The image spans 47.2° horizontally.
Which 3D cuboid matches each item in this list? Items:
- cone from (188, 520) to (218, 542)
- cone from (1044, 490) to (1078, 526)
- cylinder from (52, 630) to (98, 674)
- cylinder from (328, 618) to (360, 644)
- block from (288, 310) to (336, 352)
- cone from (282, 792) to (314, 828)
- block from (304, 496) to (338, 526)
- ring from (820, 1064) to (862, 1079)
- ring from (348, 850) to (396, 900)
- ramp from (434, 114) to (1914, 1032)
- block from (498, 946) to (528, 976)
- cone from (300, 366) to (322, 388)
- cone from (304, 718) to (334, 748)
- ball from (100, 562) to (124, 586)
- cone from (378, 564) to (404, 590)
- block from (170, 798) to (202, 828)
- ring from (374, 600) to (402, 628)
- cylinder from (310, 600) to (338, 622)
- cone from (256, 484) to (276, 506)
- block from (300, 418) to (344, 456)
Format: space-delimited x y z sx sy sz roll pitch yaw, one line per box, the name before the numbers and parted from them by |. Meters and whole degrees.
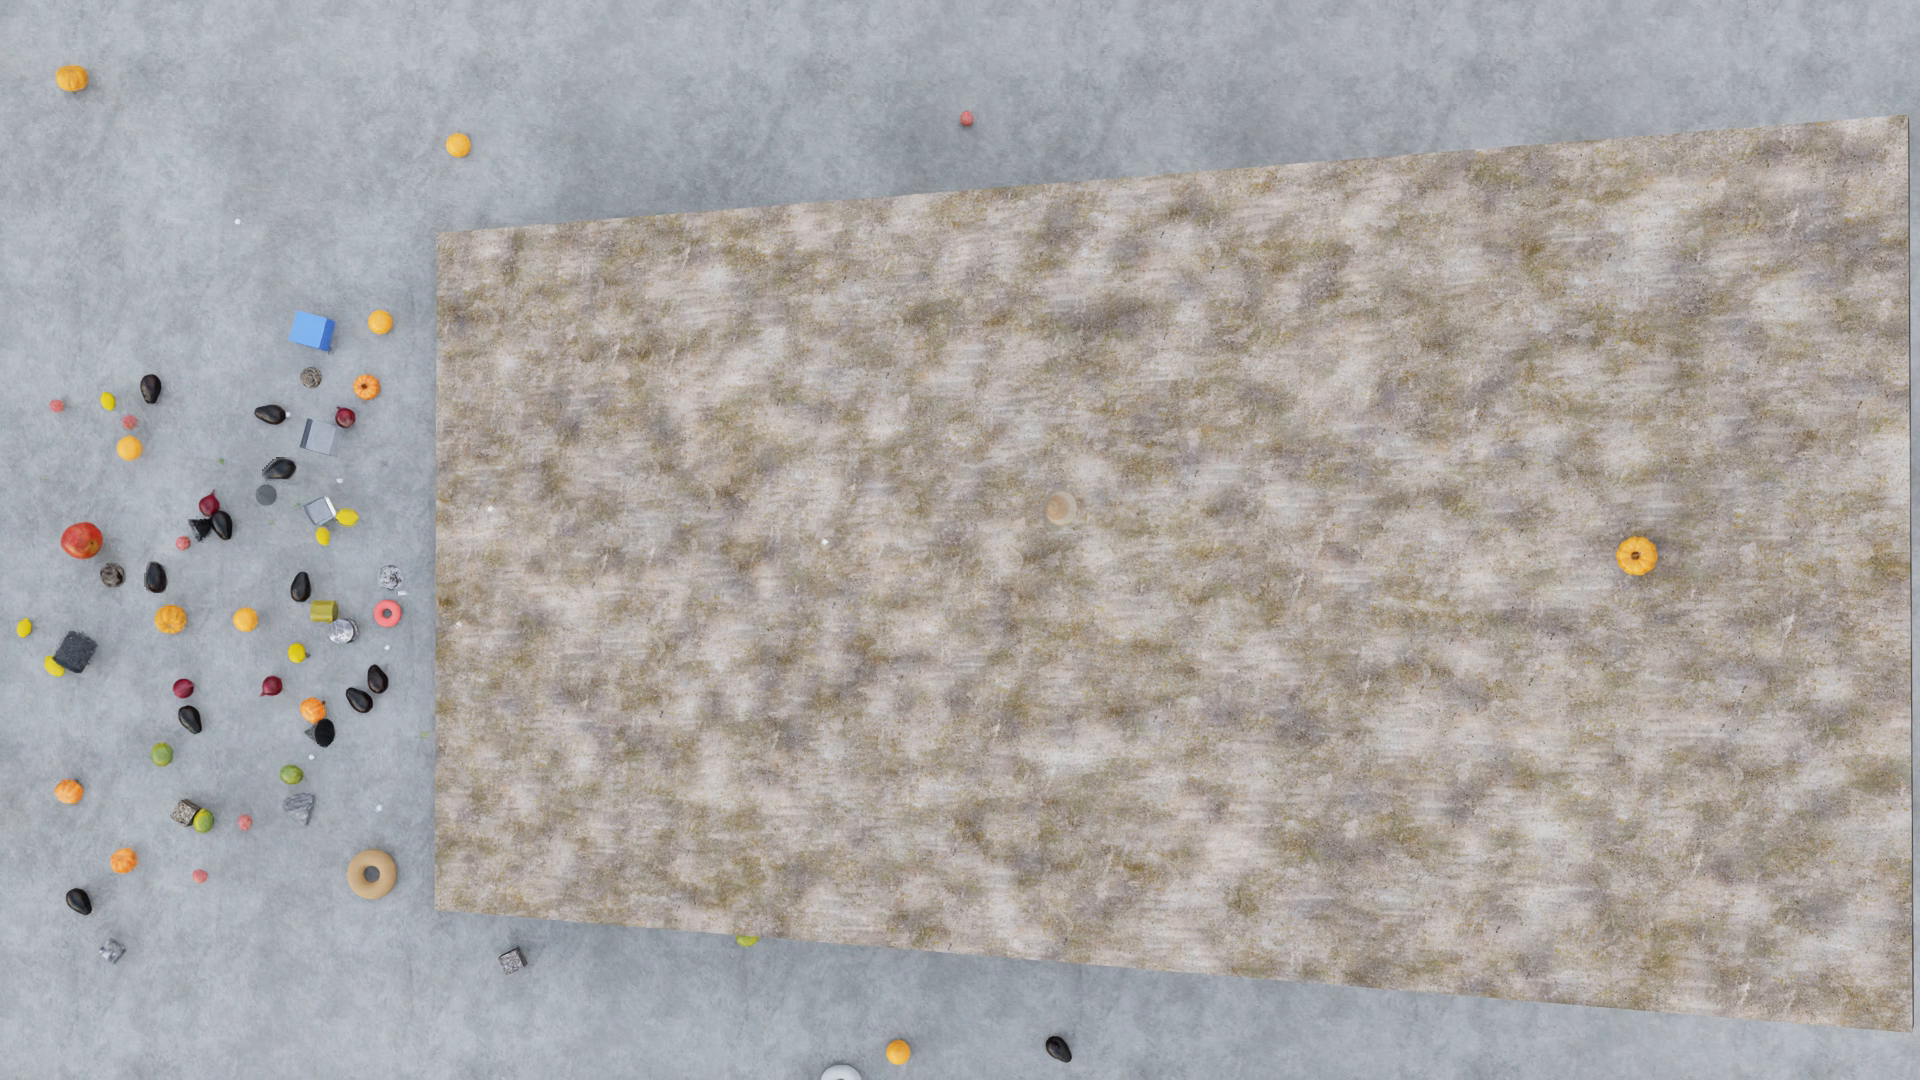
cone | -2.251 -0.043 6.570 0.076 0.076 0.076 -29 89 -27
cone | 0.241 -0.083 5.602 0.092 0.092 0.092 0 89 25
cylinder | -2.629 0.333 6.537 0.092 0.092 0.092 31 89 0
cylinder | -1.833 0.271 6.547 0.073 0.073 0.073 0 89 0
block | -1.928 -0.623 6.548 0.092 0.092 0.092 15 89 0
cone | -1.962 0.820 6.556 0.097 0.097 0.097 -8 116 0
block | -1.907 -0.087 6.556 0.064 0.064 0.064 -28 89 0
ring | -0.354 1.626 6.547 0.130 0.043 0.130 0 90 1
ring | -1.751 0.995 6.551 0.149 0.050 0.149 0 88 1
ramp | 0.282 0.082 5.687 4.000 0.100 2.000 0 89 25
block | -1.331 1.253 6.544 0.058 0.058 0.058 -26 89 0
cone | -1.945 -0.487 6.560 0.065 0.065 0.065 0 89 0
cone | -1.928 0.575 6.561 0.085 0.085 0.085 -2 89 27
ball | -2.526 0.103 6.550 0.071 0.071 0.071 0 89 0
cone | -1.706 0.111 6.547 0.077 0.077 0.077 0 89 0
block | -2.305 0.813 6.549 0.057 0.057 0.057 33 89 0
ring | -1.711 0.220 6.571 0.083 0.028 0.083 0 91 0
cylinder | -1.895 0.213 6.553 0.064 0.064 0.064 2 89 0
cone | -2.079 -0.135 6.556 0.064 0.064 0.064 0 89 0
block | -1.898 -0.305 6.546 0.089 0.089 0.089 15 89 0
